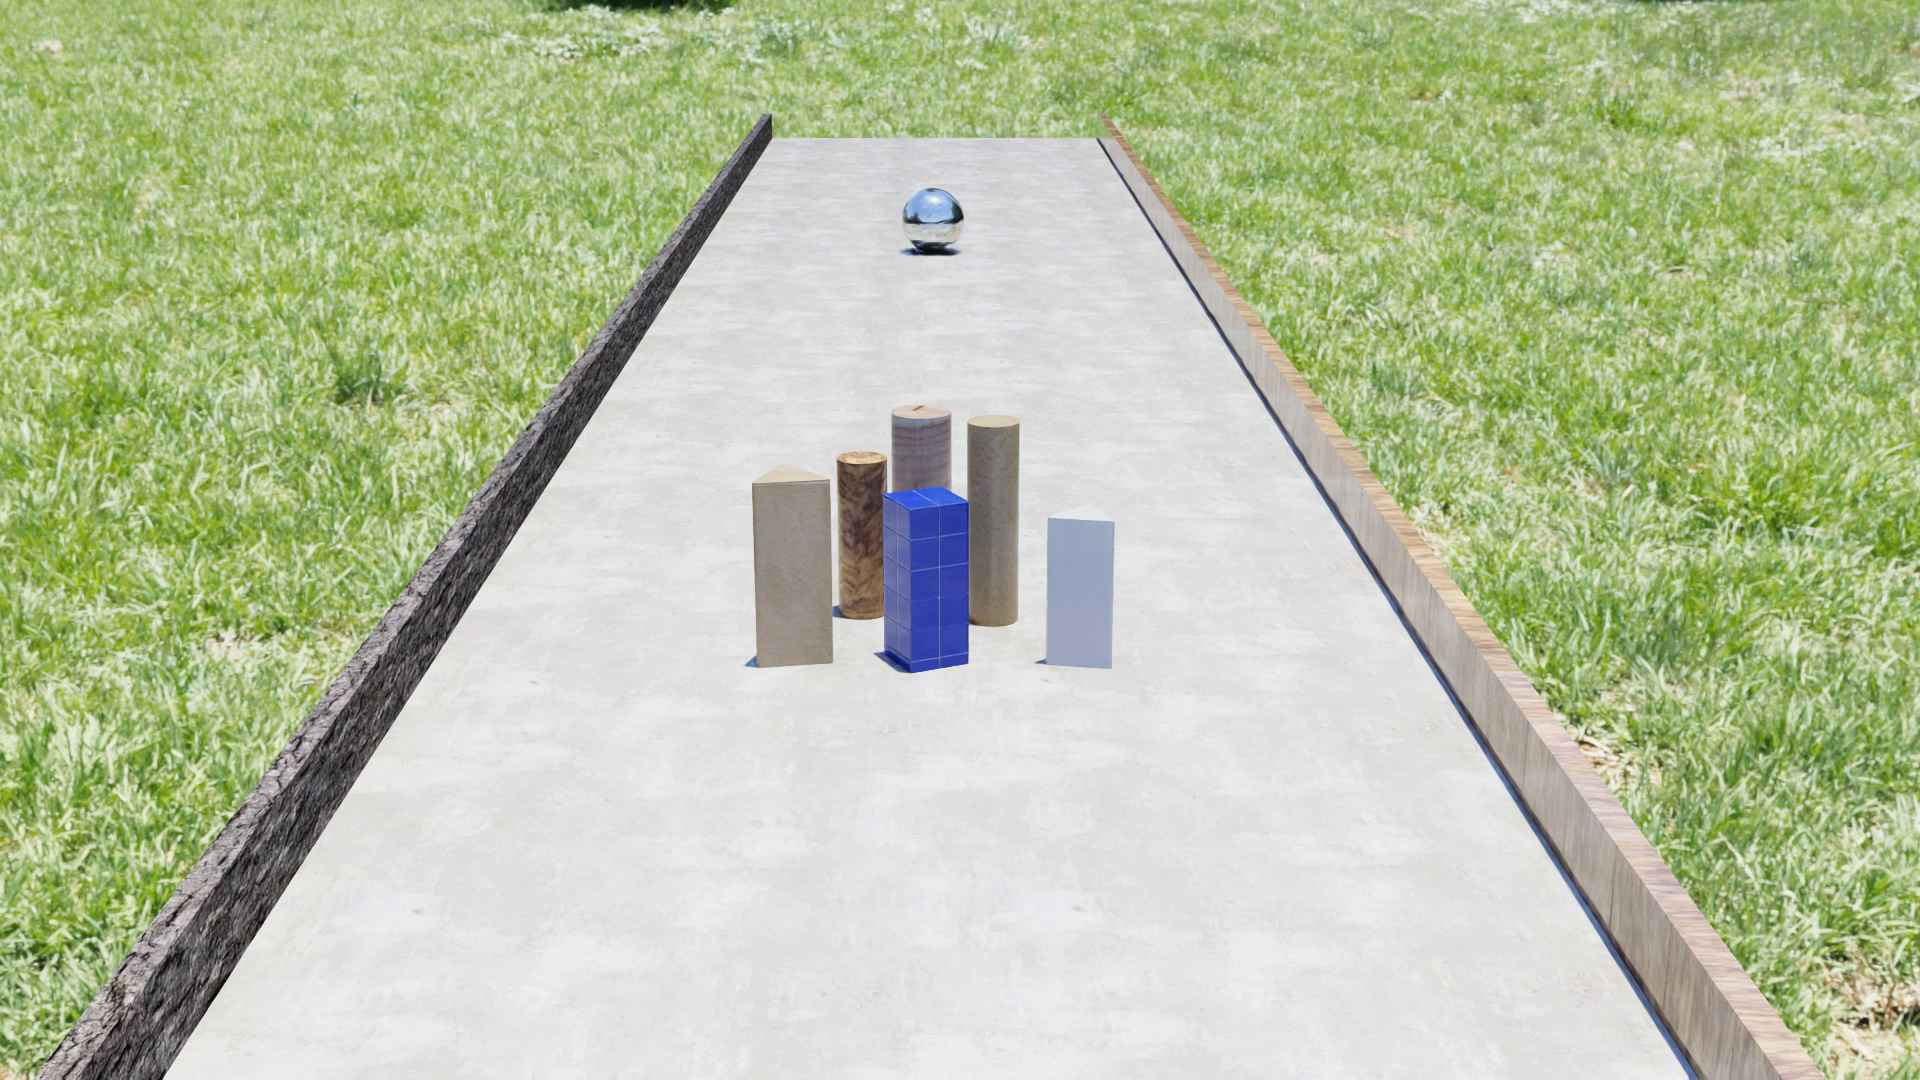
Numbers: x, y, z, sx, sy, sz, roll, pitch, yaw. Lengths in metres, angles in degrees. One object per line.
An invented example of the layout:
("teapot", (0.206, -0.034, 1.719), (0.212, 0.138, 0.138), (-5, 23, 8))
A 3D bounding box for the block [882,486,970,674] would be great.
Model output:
("block", (-0.068, 0.078, 4.373), (0.128, 0.337, 0.128), (-8, 18, -25))

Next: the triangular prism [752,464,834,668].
("triangular prism", (-0.341, 0.049, 4.394), (0.151, 0.381, 0.131), (-3, 17, -11))

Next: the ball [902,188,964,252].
("ball", (-0.115, -1.352, 9.301), (0.269, 0.269, 0.269), (0, 17, 0))

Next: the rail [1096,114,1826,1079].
("rail", (0.932, -0.844, 7.801), (0.050, 0.150, 12.000), (0, 17, -1))

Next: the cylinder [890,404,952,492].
("cylinder", (-0.085, -0.100, 4.896), (0.135, 0.381, 0.135), (0, 17, 0))

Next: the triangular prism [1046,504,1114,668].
("triangular prism", (0.247, 0.090, 4.388), (0.130, 0.306, 0.113), (3, 17, 11))

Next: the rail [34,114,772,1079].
("rail", (-1.118, -0.838, 7.780), (0.050, 0.150, 12.000), (0, 17, -1))

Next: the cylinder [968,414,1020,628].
("cylinder", (0.069, -0.039, 4.603), (0.109, 0.431, 0.109), (0, 17, 0))

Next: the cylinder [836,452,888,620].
("cylinder", (-0.206, -0.009, 4.658), (0.107, 0.342, 0.107), (0, 17, 0))
